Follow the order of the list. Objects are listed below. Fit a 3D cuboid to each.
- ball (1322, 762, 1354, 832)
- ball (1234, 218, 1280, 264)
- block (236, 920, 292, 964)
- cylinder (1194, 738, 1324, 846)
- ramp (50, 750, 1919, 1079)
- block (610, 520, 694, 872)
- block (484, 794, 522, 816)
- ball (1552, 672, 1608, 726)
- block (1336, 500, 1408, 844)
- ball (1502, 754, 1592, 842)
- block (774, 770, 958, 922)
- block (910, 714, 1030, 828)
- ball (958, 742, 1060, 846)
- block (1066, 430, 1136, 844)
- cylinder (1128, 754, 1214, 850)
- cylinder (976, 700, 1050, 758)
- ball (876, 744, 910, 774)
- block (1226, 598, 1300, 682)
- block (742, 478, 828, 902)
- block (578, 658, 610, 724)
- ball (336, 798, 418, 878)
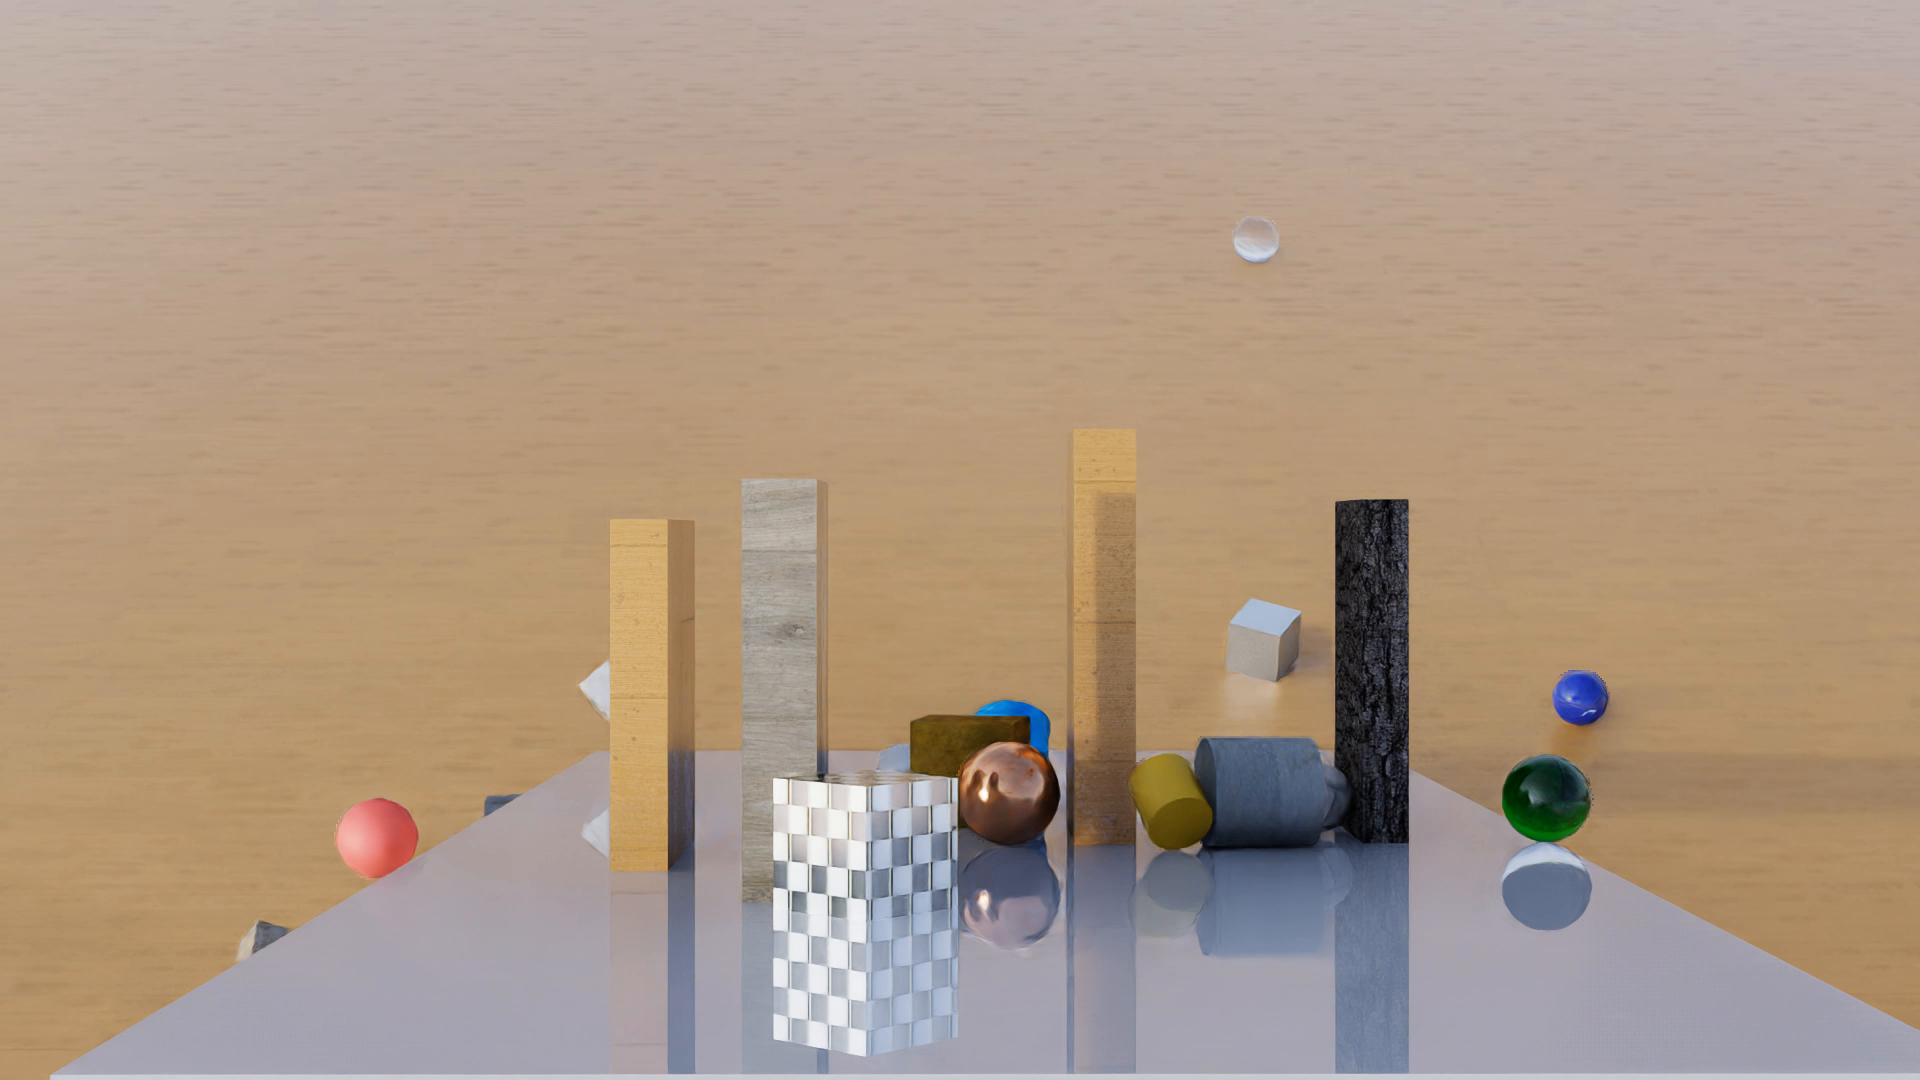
[{"bbox_3d":[0.658,0.473,4.763,0.130,0.130,0.130,0,30,0],"label":"ball"},{"bbox_3d":[1.092,-1.105,9.538,0.169,0.169,0.169,0,30,0],"label":"ball"},{"bbox_3d":[-1.577,0.958,5.903,0.116,0.116,0.116,22,46,-25],"label":"block"},{"bbox_3d":[0.530,0.448,4.602,0.192,0.192,0.192,0,30,-7],"label":"cylinder"},{"bbox_3d":[0.067,0.594,4.650,2.000,0.100,4.000,0,0,0],"label":"ramp"},{"bbox_3d":[-0.529,0.255,4.478,0.095,0.579,0.439,0,0,0],"label":"block"},{"bbox_3d":[-1.067,0.729,6.285,0.169,0.169,0.169,-1,17,-8],"label":"block"},{"bbox_3d":[1.651,0.422,6.889,0.144,0.144,0.144,0,30,0],"label":"ball"},{"bbox_3d":[0.764,0.235,4.812,0.083,0.617,0.340,0,0,0],"label":"block"},{"bbox_3d":[1.055,0.464,4.653,0.159,0.159,0.159,0,30,0],"label":"ball"},{"bbox_3d":[-0.140,0.449,3.834,0.193,0.193,0.193,0,0,43],"label":"block"},{"bbox_3d":[0.022,0.445,4.996,0.199,0.199,0.199,0,0,11],"label":"block"},{"bbox_3d":[0.086,0.452,4.618,0.185,0.185,0.185,0,30,0],"label":"ball"},{"bbox_3d":[0.259,0.173,4.776,0.110,0.742,0.313,0,0,0],"label":"block"},{"bbox_3d":[0.371,0.461,4.557,0.120,0.120,0.120,-7,37,-12],"label":"cylinder"},{"bbox_3d":[0.099,0.432,5.216,0.155,0.155,0.155,3,51,5],"label":"cylinder"},{"bbox_3d":[-0.119,0.486,5.467,0.114,0.114,0.114,0,30,0],"label":"ball"},{"bbox_3d":[0.837,0.277,7.137,0.151,0.151,0.151,15,33,25],"label":"block"},{"bbox_3d":[-0.272,0.226,4.067,0.113,0.638,0.345,0,0,0],"label":"block"},{"bbox_3d":[-0.832,0.388,6.437,0.142,0.142,0.142,-42,64,-13],"label":"block"},{"bbox_3d":[-1.085,0.555,4.819,0.147,0.147,0.147,0,30,0],"label":"ball"}]
